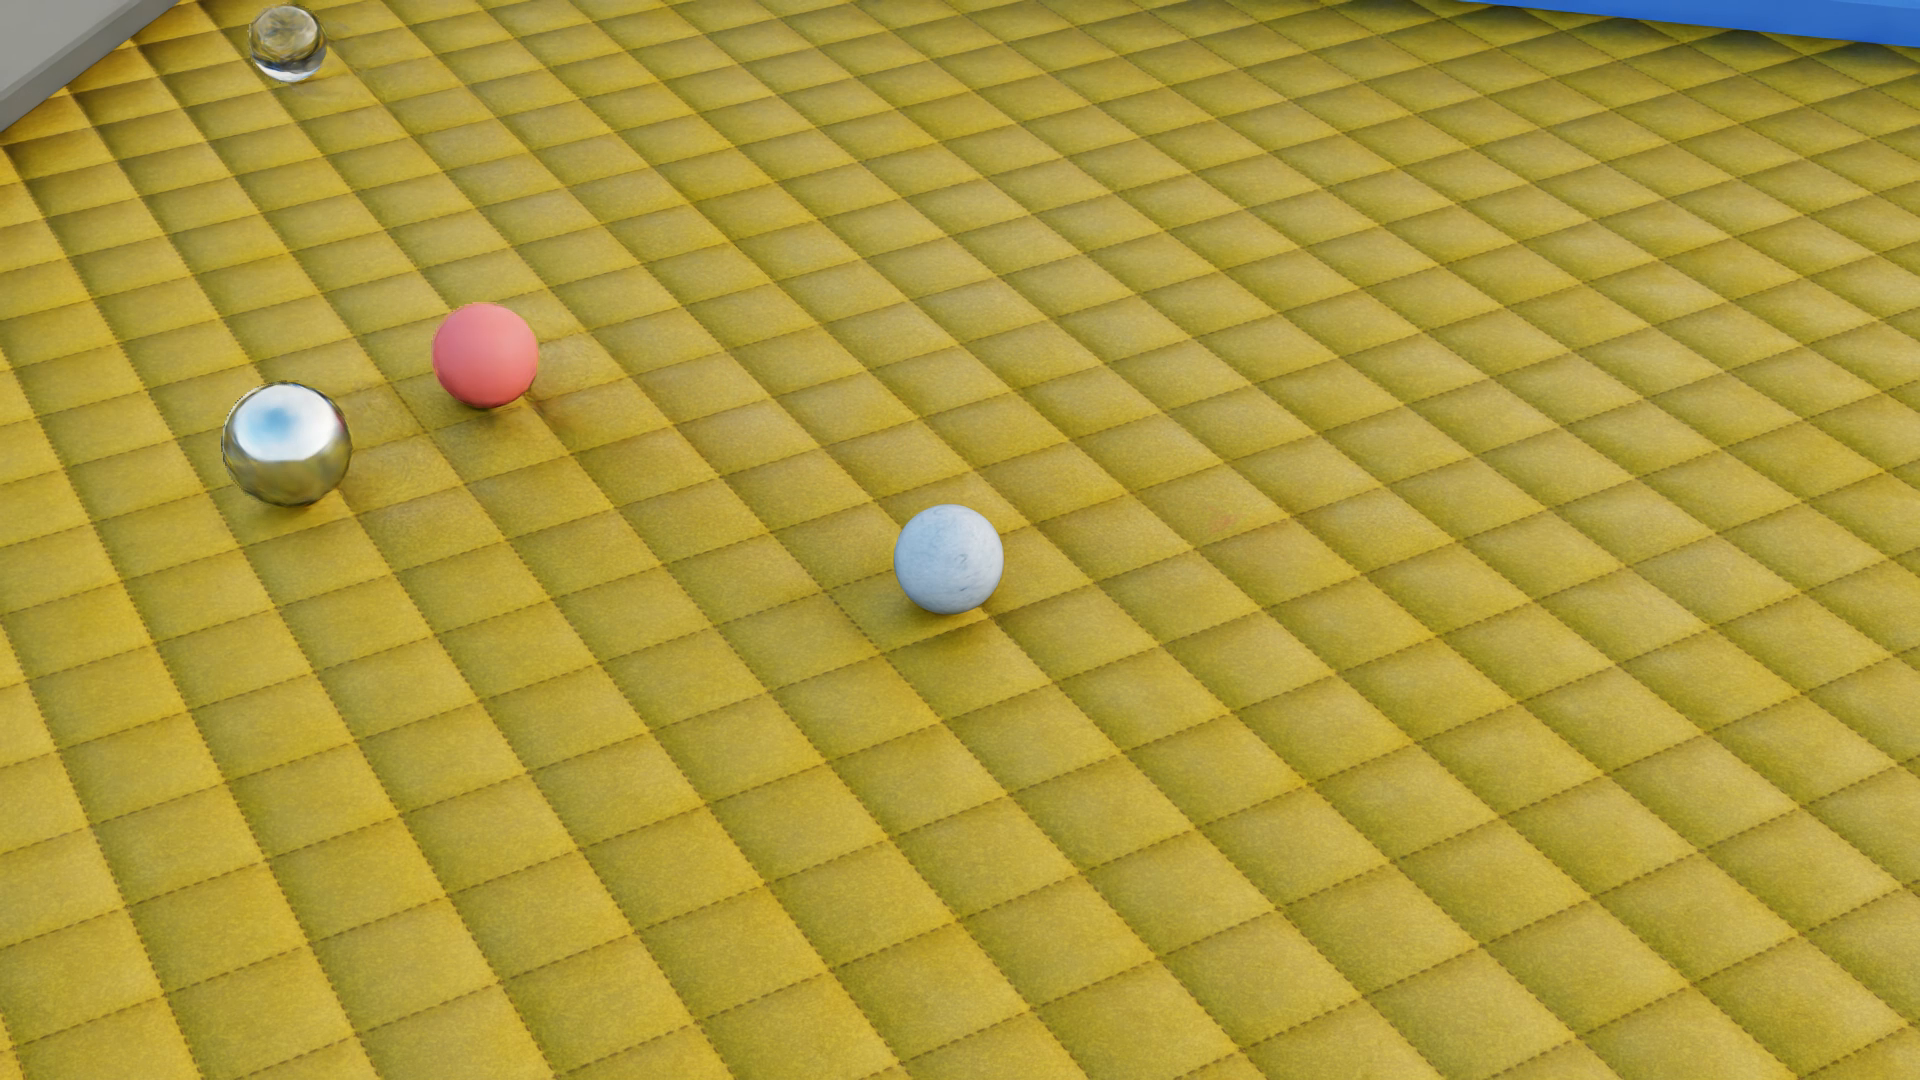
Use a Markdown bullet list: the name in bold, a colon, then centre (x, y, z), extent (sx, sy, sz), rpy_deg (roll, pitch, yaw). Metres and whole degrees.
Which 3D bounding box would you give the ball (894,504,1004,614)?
- **ball**: centre (-0.008, 0.014, 1.833), extent (0.079, 0.079, 0.079), rpy_deg (0, 34, 0)

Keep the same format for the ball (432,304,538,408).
- **ball**: centre (-0.382, -0.148, 2.068), extent (0.084, 0.084, 0.084), rpy_deg (0, 34, 0)

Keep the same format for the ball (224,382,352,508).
- **ball**: centre (-0.510, -0.072, 1.946), extent (0.095, 0.095, 0.095), rpy_deg (0, 34, 0)

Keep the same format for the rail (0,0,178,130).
- **rail**: centre (-1.052, -0.179, 2.077), extent (0.045, 0.123, 2.432), rpy_deg (9, 35, 13)

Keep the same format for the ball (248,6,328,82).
- **ball**: centre (-0.680, -0.502, 2.597), extent (0.077, 0.077, 0.077), rpy_deg (0, 34, 0)

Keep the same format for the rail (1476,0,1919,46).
- **rail**: centre (1.391, -0.495, 2.543), extent (4.458, 0.123, 0.045), rpy_deg (9, 35, 13)
